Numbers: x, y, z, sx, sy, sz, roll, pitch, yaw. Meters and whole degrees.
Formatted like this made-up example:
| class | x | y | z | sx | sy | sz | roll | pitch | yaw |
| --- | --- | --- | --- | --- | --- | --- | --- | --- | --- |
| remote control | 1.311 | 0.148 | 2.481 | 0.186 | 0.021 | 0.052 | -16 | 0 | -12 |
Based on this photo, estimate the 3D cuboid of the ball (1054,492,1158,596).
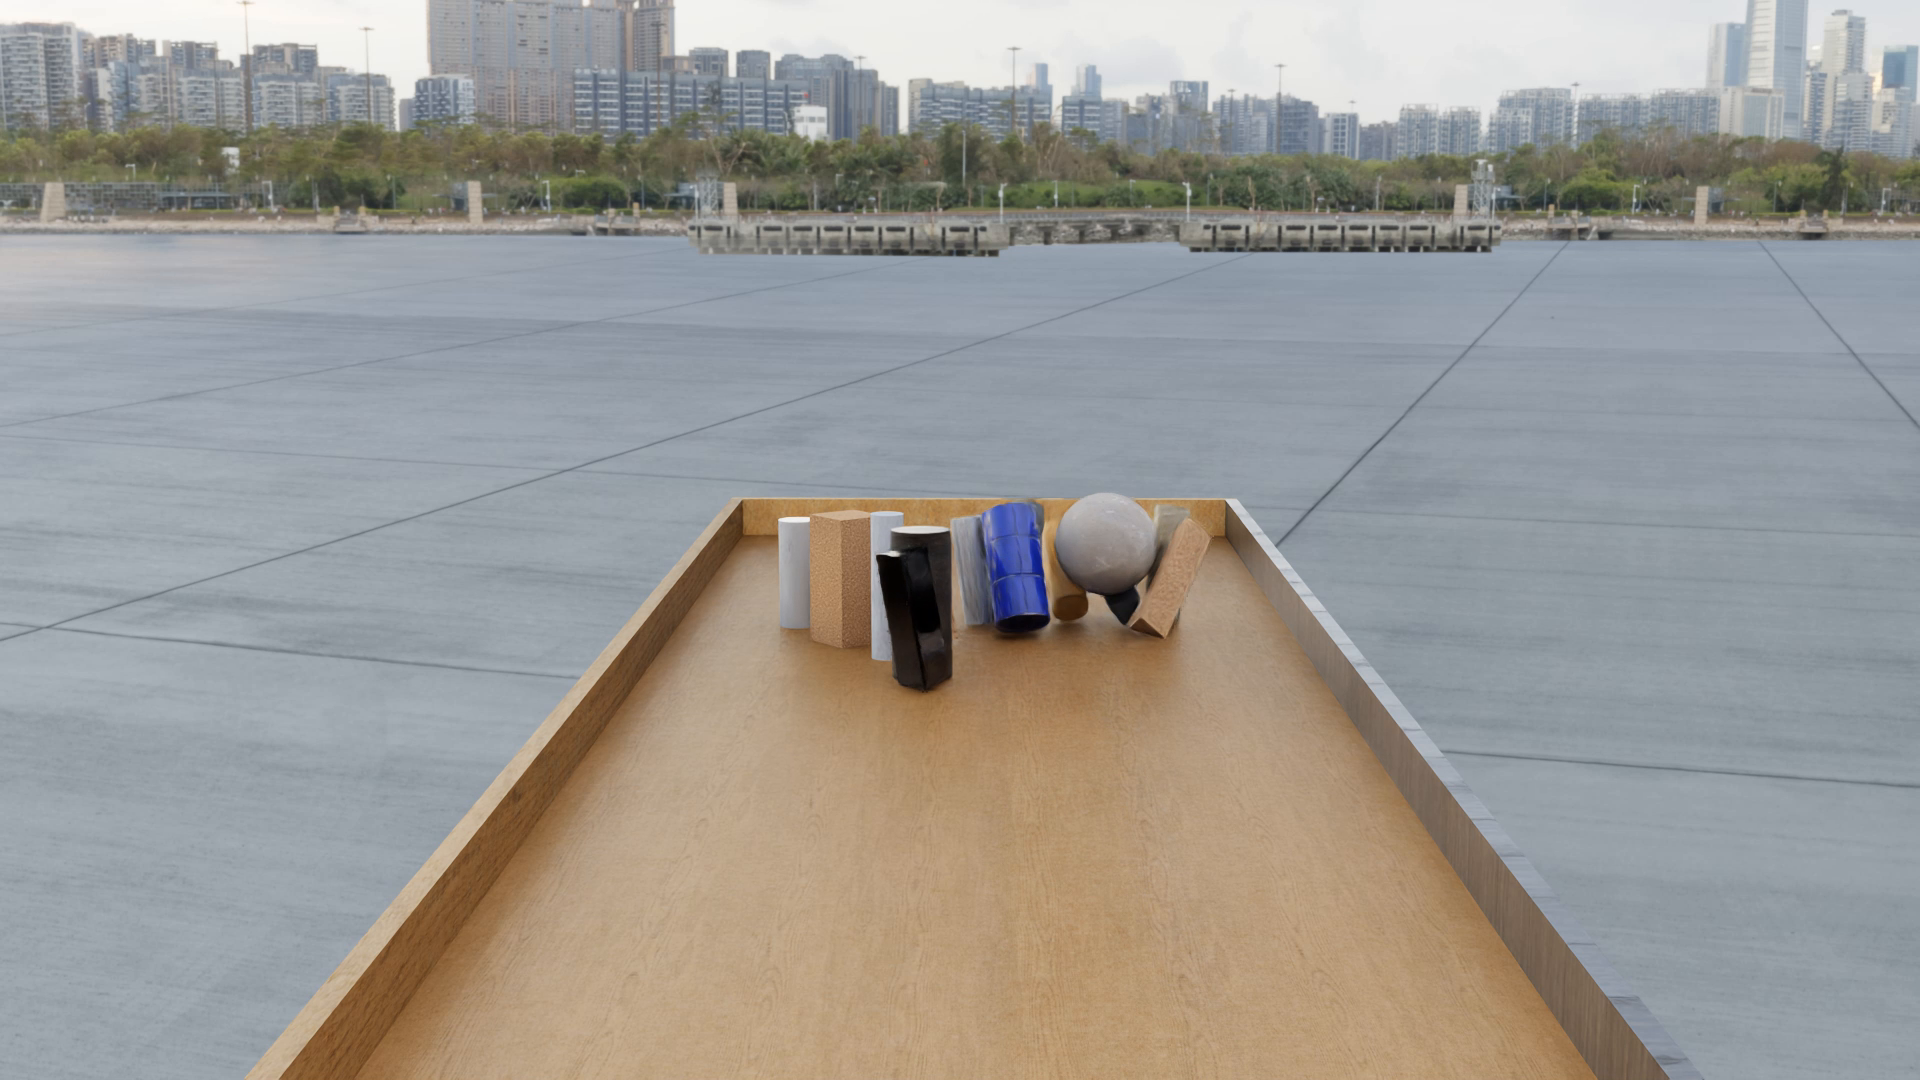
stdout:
| class | x | y | z | sx | sy | sz | roll | pitch | yaw |
| --- | --- | --- | --- | --- | --- | --- | --- | --- | --- |
| ball | 0.475 | 0.012 | 7.150 | 0.333 | 0.333 | 0.333 | 0 | 9 | 0 |

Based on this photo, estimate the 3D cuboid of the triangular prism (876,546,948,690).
| class | x | y | z | sx | sy | sz | roll | pitch | yaw |
| --- | --- | --- | --- | --- | --- | --- | --- | --- | --- |
| triangular prism | -0.117 | 0.218 | 6.304 | 0.126 | 0.390 | 0.146 | -15 | 11 | -31 |

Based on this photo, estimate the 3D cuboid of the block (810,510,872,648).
| class | x | y | z | sx | sy | sz | roll | pitch | yaw |
| --- | --- | --- | --- | --- | --- | --- | --- | --- | --- |
| block | -0.355 | 0.120 | 6.959 | 0.171 | 0.404 | 0.171 | -7 | 12 | -38 |

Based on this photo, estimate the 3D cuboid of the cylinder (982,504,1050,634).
| class | x | y | z | sx | sy | sz | roll | pitch | yaw |
| --- | --- | --- | --- | --- | --- | --- | --- | --- | --- |
| cylinder | 0.179 | 0.091 | 7.100 | 0.177 | 0.381 | 0.177 | -6 | -21 | -2 |

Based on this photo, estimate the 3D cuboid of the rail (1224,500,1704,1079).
| class | x | y | z | sx | sy | sz | roll | pitch | yaw |
| --- | --- | --- | --- | --- | --- | --- | --- | --- | --- |
| rail | 1.046 | 0.843 | 3.208 | 0.050 | 0.150 | 12.000 | 0 | 9 | 1 |

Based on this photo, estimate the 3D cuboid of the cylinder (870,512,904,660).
| class | x | y | z | sx | sy | sz | roll | pitch | yaw |
| --- | --- | --- | --- | --- | --- | --- | --- | --- | --- |
| cylinder | -0.221 | 0.140 | 6.707 | 0.100 | 0.445 | 0.100 | 0 | 9 | 0 |

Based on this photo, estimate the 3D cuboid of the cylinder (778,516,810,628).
| class | x | y | z | sx | sy | sz | roll | pitch | yaw |
| --- | --- | --- | --- | --- | --- | --- | --- | --- | --- |
| cylinder | -0.533 | 0.107 | 7.214 | 0.122 | 0.351 | 0.122 | 0 | 9 | 0 |

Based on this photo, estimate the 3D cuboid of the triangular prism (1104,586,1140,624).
| class | x | y | z | sx | sy | sz | roll | pitch | yaw |
| --- | --- | --- | --- | --- | --- | --- | --- | --- | --- |
| triangular prism | 0.502 | 0.089 | 7.368 | 0.096 | 0.111 | 0.456 | -33 | 38 | 10 |

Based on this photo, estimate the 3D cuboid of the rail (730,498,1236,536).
| class | x | y | z | sx | sy | sz | roll | pitch | yaw |
| --- | --- | --- | --- | --- | --- | --- | --- | --- | --- |
| rail | 0.099 | -0.098 | 9.147 | 2.100 | 0.150 | 0.050 | 0 | 9 | 1 |

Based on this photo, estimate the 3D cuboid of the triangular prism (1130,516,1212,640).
| class | x | y | z | sx | sy | sz | roll | pitch | yaw |
| --- | --- | --- | --- | --- | --- | --- | --- | --- | --- |
| triangular prism | 0.663 | 0.123 | 7.097 | 0.124 | 0.394 | 0.107 | 41 | -27 | -29 |

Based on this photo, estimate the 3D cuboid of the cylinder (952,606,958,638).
| class | x | y | z | sx | sy | sz | roll | pitch | yaw |
| --- | --- | --- | --- | --- | --- | --- | --- | --- | --- |
| cylinder | -0.098 | 0.143 | 6.901 | 0.127 | 0.357 | 0.127 | -10 | -3 | -1 |

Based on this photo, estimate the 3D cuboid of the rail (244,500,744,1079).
| class | x | y | z | sx | sy | sz | roll | pitch | yaw |
| --- | --- | --- | --- | --- | --- | --- | --- | --- | --- |
| rail | -1.004 | 0.839 | 3.234 | 0.050 | 0.150 | 12.000 | 0 | 9 | 1 |

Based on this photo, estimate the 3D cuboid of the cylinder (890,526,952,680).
| class | x | y | z | sx | sy | sz | roll | pitch | yaw |
| --- | --- | --- | --- | --- | --- | --- | --- | --- | --- |
| cylinder | -0.112 | 0.185 | 6.433 | 0.175 | 0.434 | 0.175 | 0 | 7 | 0 |

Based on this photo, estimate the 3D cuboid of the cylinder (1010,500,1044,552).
| class | x | y | z | sx | sy | sz | roll | pitch | yaw |
| --- | --- | --- | --- | --- | --- | --- | --- | --- | --- |
| cylinder | 0.202 | 0.072 | 7.301 | 0.129 | 0.399 | 0.129 | 5 | -29 | 3 |

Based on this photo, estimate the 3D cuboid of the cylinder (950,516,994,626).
| class | x | y | z | sx | sy | sz | roll | pitch | yaw |
| --- | --- | --- | --- | --- | --- | --- | --- | --- | --- |
| cylinder | 0.044 | 0.100 | 7.219 | 0.106 | 0.349 | 0.106 | -9 | 2 | 0 |

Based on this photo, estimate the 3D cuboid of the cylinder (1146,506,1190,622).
| class | x | y | z | sx | sy | sz | roll | pitch | yaw |
| --- | --- | --- | --- | --- | --- | --- | --- | --- | --- |
| cylinder | 0.682 | 0.079 | 7.262 | 0.118 | 0.372 | 0.118 | 6 | -9 | 1 |

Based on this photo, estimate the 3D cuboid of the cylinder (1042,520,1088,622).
| class | x | y | z | sx | sy | sz | roll | pitch | yaw |
| --- | --- | --- | --- | --- | --- | --- | --- | --- | --- |
| cylinder | 0.341 | 0.101 | 7.382 | 0.120 | 0.120 | 0.372 | -1 | 42 | -9 |
